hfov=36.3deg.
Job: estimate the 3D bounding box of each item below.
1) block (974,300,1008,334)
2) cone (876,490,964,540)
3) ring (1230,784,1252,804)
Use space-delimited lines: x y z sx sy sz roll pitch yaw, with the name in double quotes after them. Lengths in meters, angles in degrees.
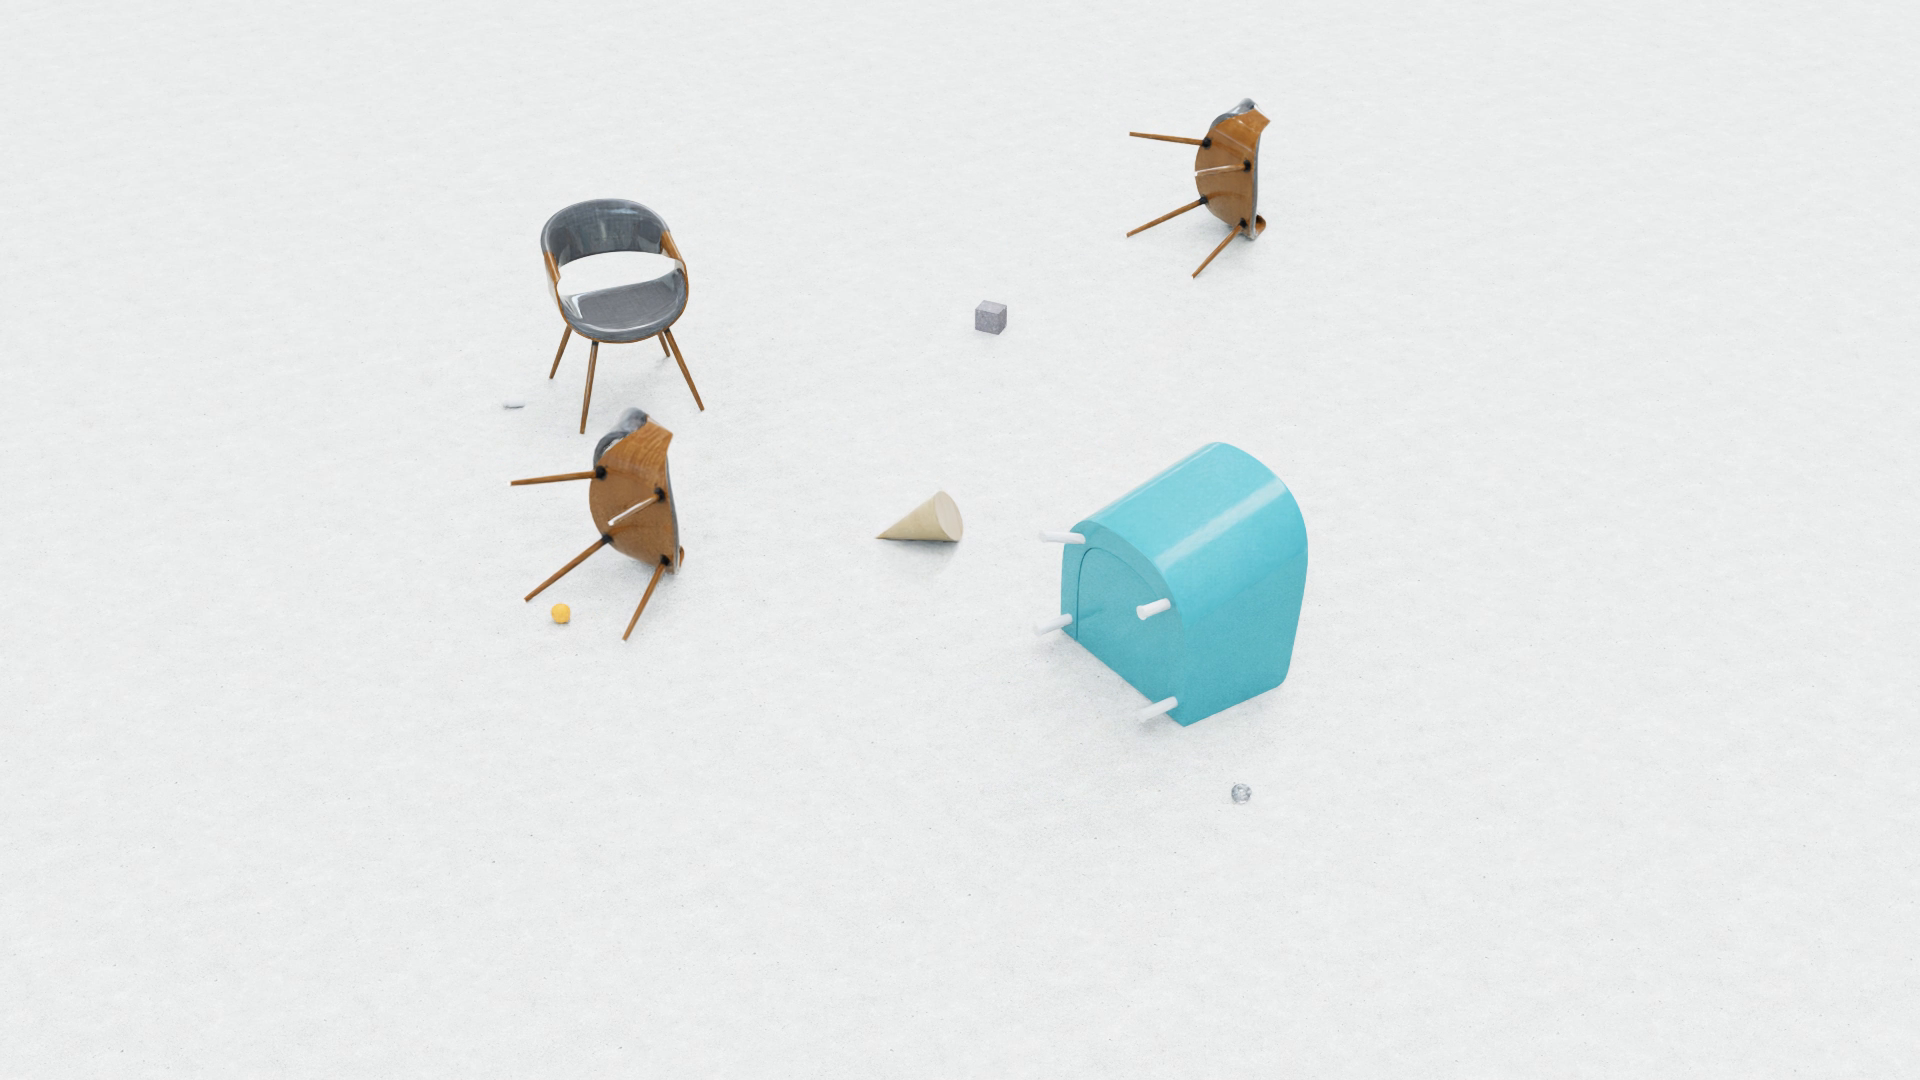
0.130 -0.931 12.267 0.107 0.100 0.087 14 36 21 "block"
-0.180 -0.049 10.913 0.303 0.193 0.323 -17 -7 16 "cone"
0.928 0.834 9.657 0.071 0.024 0.096 3 33 7 "ring"
